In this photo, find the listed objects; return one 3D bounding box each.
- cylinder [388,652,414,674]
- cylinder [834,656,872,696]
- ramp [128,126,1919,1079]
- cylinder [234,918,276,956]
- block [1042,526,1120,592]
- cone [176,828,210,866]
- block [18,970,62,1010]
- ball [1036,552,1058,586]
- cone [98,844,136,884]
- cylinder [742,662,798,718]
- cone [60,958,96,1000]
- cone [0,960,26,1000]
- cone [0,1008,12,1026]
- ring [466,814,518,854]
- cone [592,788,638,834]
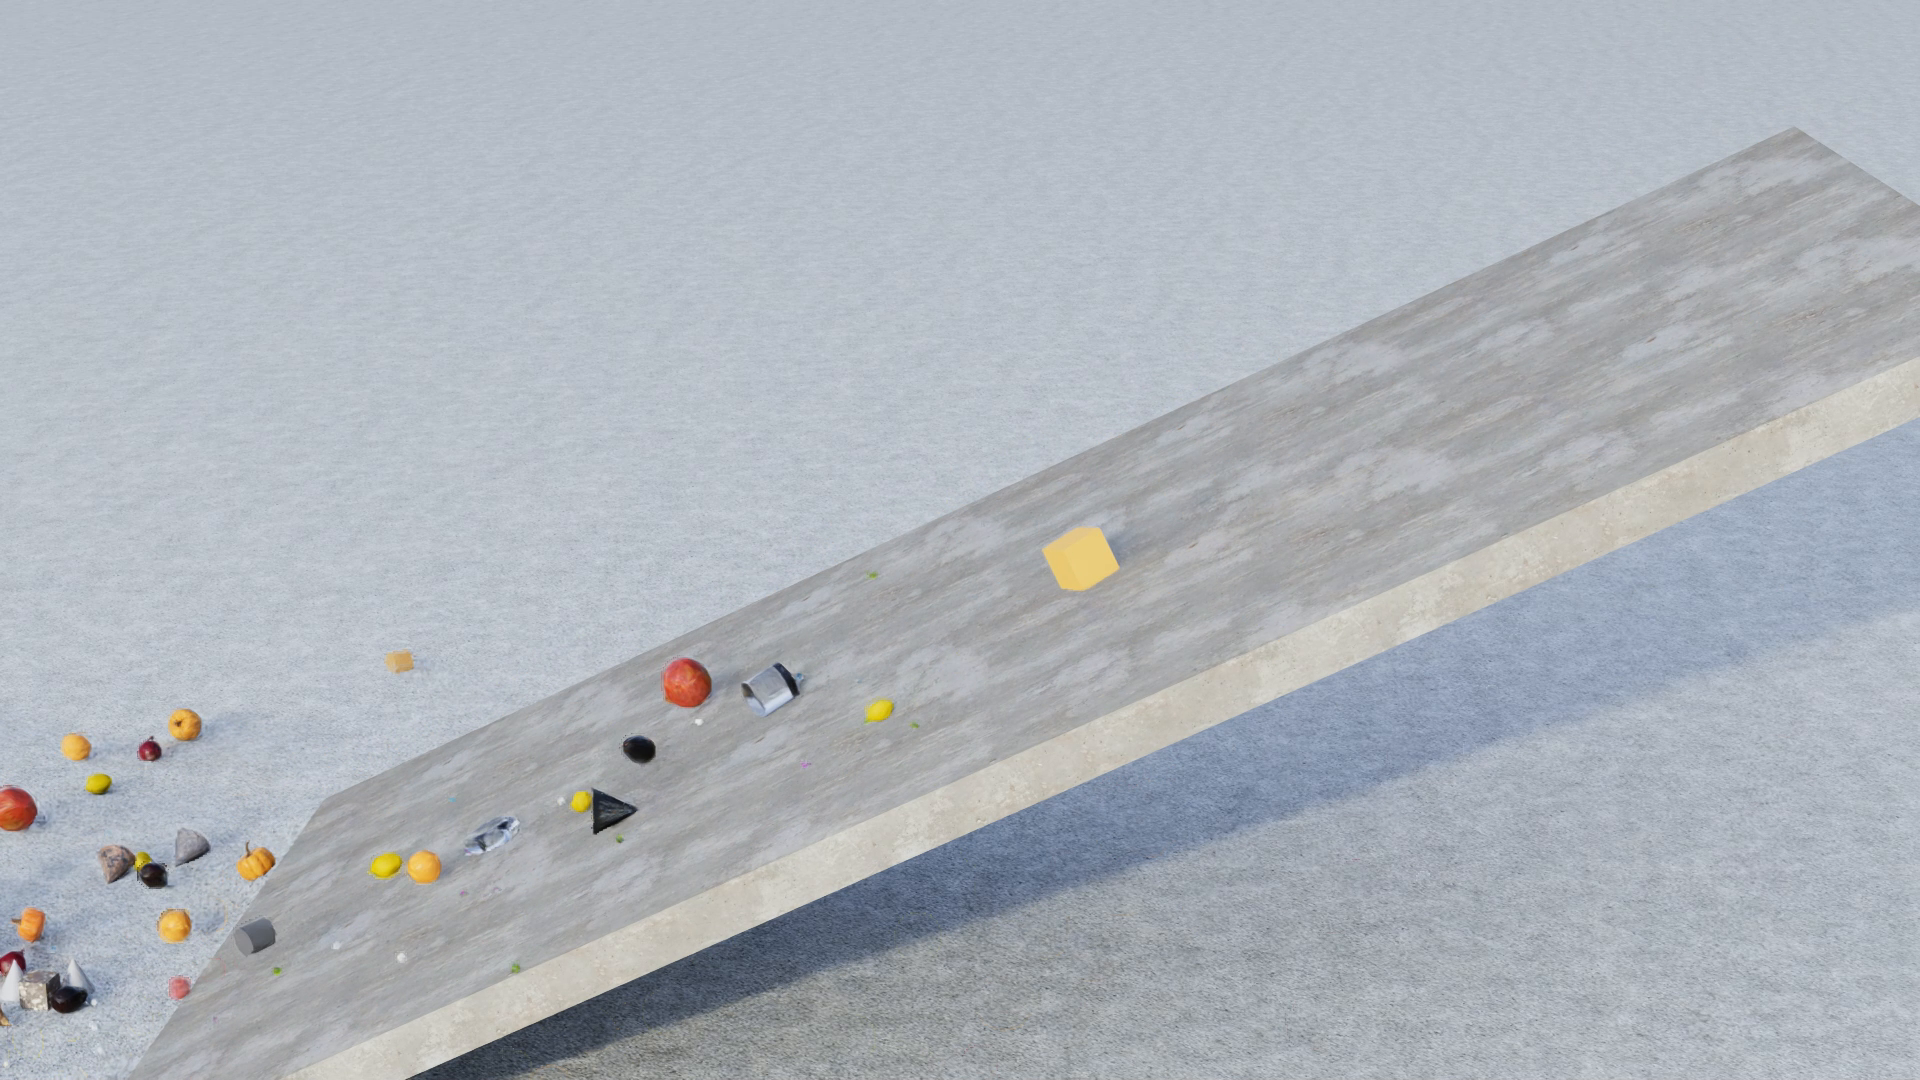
[{"bbox_3d":[-1.675,0.367,8.807,0.055,0.055,0.055,-11,20,-35],"label":"cylinder"},{"bbox_3d":[-0.224,0.295,6.212,0.078,0.078,0.078,-6,13,2],"label":"cylinder"},{"bbox_3d":[0.137,0.168,6.281,4.000,0.100,2.000,-24,13,9],"label":"ramp"},{"bbox_3d":[-1.474,0.830,6.152,0.061,0.061,0.061,13,24,38],"label":"cylinder"},{"bbox_3d":[0.251,0.039,6.122,0.097,0.097,0.097,-32,14,-21],"label":"block"},{"bbox_3d":[-1.947,0.788,7.381,0.092,0.092,0.092,6,44,20],"label":"cone"},{"bbox_3d":[-2.058,1.007,6.579,0.066,0.066,0.066,3,16,10],"label":"block"},{"bbox_3d":[0.212,0.062,6.268,0.100,0.100,0.100,0,16,0],"label":"ball"},{"bbox_3d":[-2.097,0.819,7.275,0.092,0.092,0.092,0,43,1],"label":"cone"},{"bbox_3d":[-0.409,0.323,6.329,0.088,0.088,0.088,-33,30,-24],"label":"cylinder"},{"bbox_3d":[-1.998,0.980,6.639,0.085,0.085,0.085,0,16,0],"label":"cone"},{"bbox_3d":[-2.128,0.984,6.631,0.082,0.082,0.082,0,16,0],"label":"cone"},{"bbox_3d":[-2.119,1.054,6.481,0.070,0.070,0.070,28,19,1],"label":"cone"},{"bbox_3d":[-1.016,0.640,6.388,0.126,0.042,0.126,-26,12,6],"label":"ring"},{"bbox_3d":[-0.712,0.561,6.100,0.098,0.098,0.098,-1,16,-7],"label":"cone"}]
